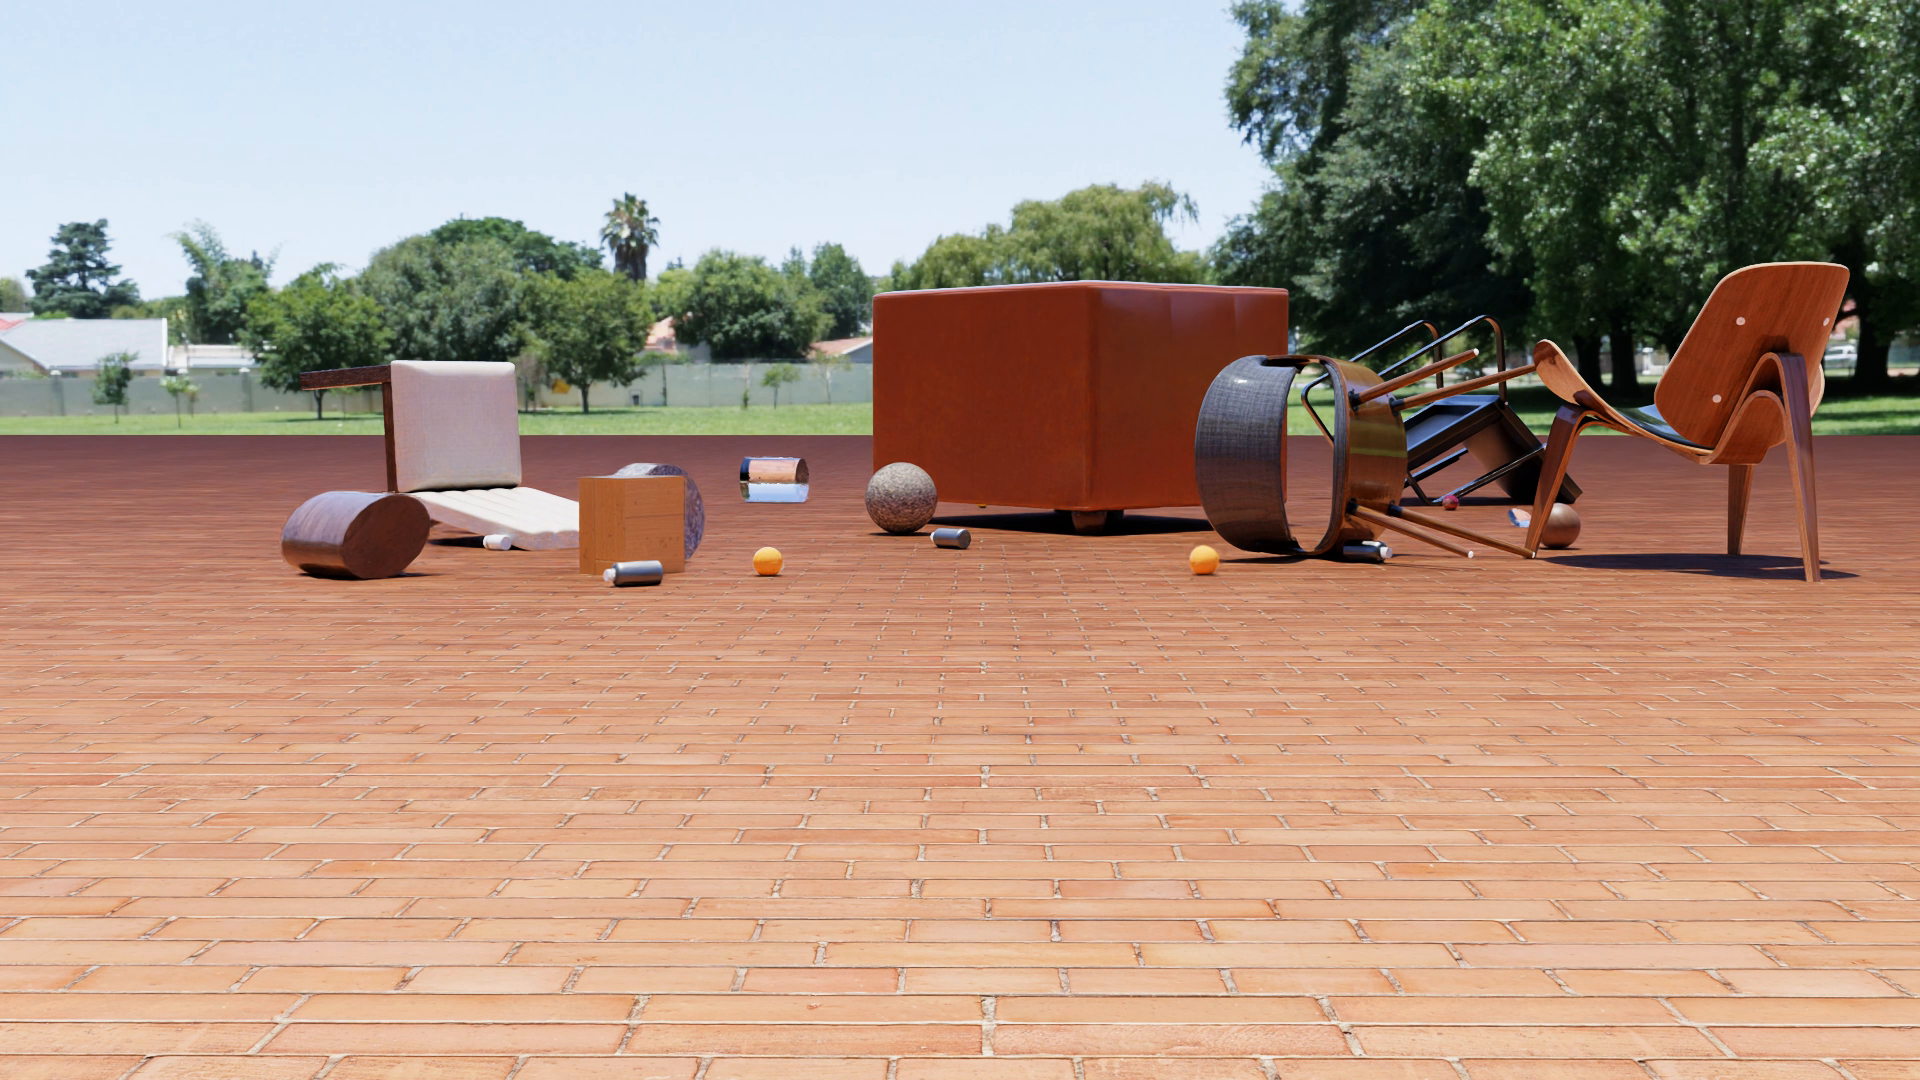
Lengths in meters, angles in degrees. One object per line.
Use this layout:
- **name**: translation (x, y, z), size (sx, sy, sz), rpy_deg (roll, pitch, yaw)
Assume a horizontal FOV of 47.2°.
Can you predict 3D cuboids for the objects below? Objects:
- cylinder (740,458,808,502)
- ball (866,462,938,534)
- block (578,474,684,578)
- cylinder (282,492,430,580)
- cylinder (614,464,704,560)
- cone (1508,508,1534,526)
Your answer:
- **cylinder**: translation (-0.735, -0.237, 8.717), size (0.230, 0.178, 0.169), rpy_deg (1, 36, 14)
- **ball**: translation (-0.181, -0.129, 6.796), size (0.223, 0.223, 0.223), rpy_deg (0, 4, 0)
- **block**: translation (-0.801, -0.037, 5.369), size (0.165, 0.236, 0.193), rpy_deg (3, 5, 39)
- **cylinder**: translation (-1.458, -0.014, 5.305), size (0.282, 0.180, 0.252), rpy_deg (4, 33, 44)
- **cylinder**: translation (-0.781, -0.065, 5.621), size (0.106, 0.268, 0.243), rpy_deg (3, 46, 39)
- **cone**: translation (1.826, -0.059, 7.201), size (0.096, 0.040, 0.082), rpy_deg (-5, 49, -25)
